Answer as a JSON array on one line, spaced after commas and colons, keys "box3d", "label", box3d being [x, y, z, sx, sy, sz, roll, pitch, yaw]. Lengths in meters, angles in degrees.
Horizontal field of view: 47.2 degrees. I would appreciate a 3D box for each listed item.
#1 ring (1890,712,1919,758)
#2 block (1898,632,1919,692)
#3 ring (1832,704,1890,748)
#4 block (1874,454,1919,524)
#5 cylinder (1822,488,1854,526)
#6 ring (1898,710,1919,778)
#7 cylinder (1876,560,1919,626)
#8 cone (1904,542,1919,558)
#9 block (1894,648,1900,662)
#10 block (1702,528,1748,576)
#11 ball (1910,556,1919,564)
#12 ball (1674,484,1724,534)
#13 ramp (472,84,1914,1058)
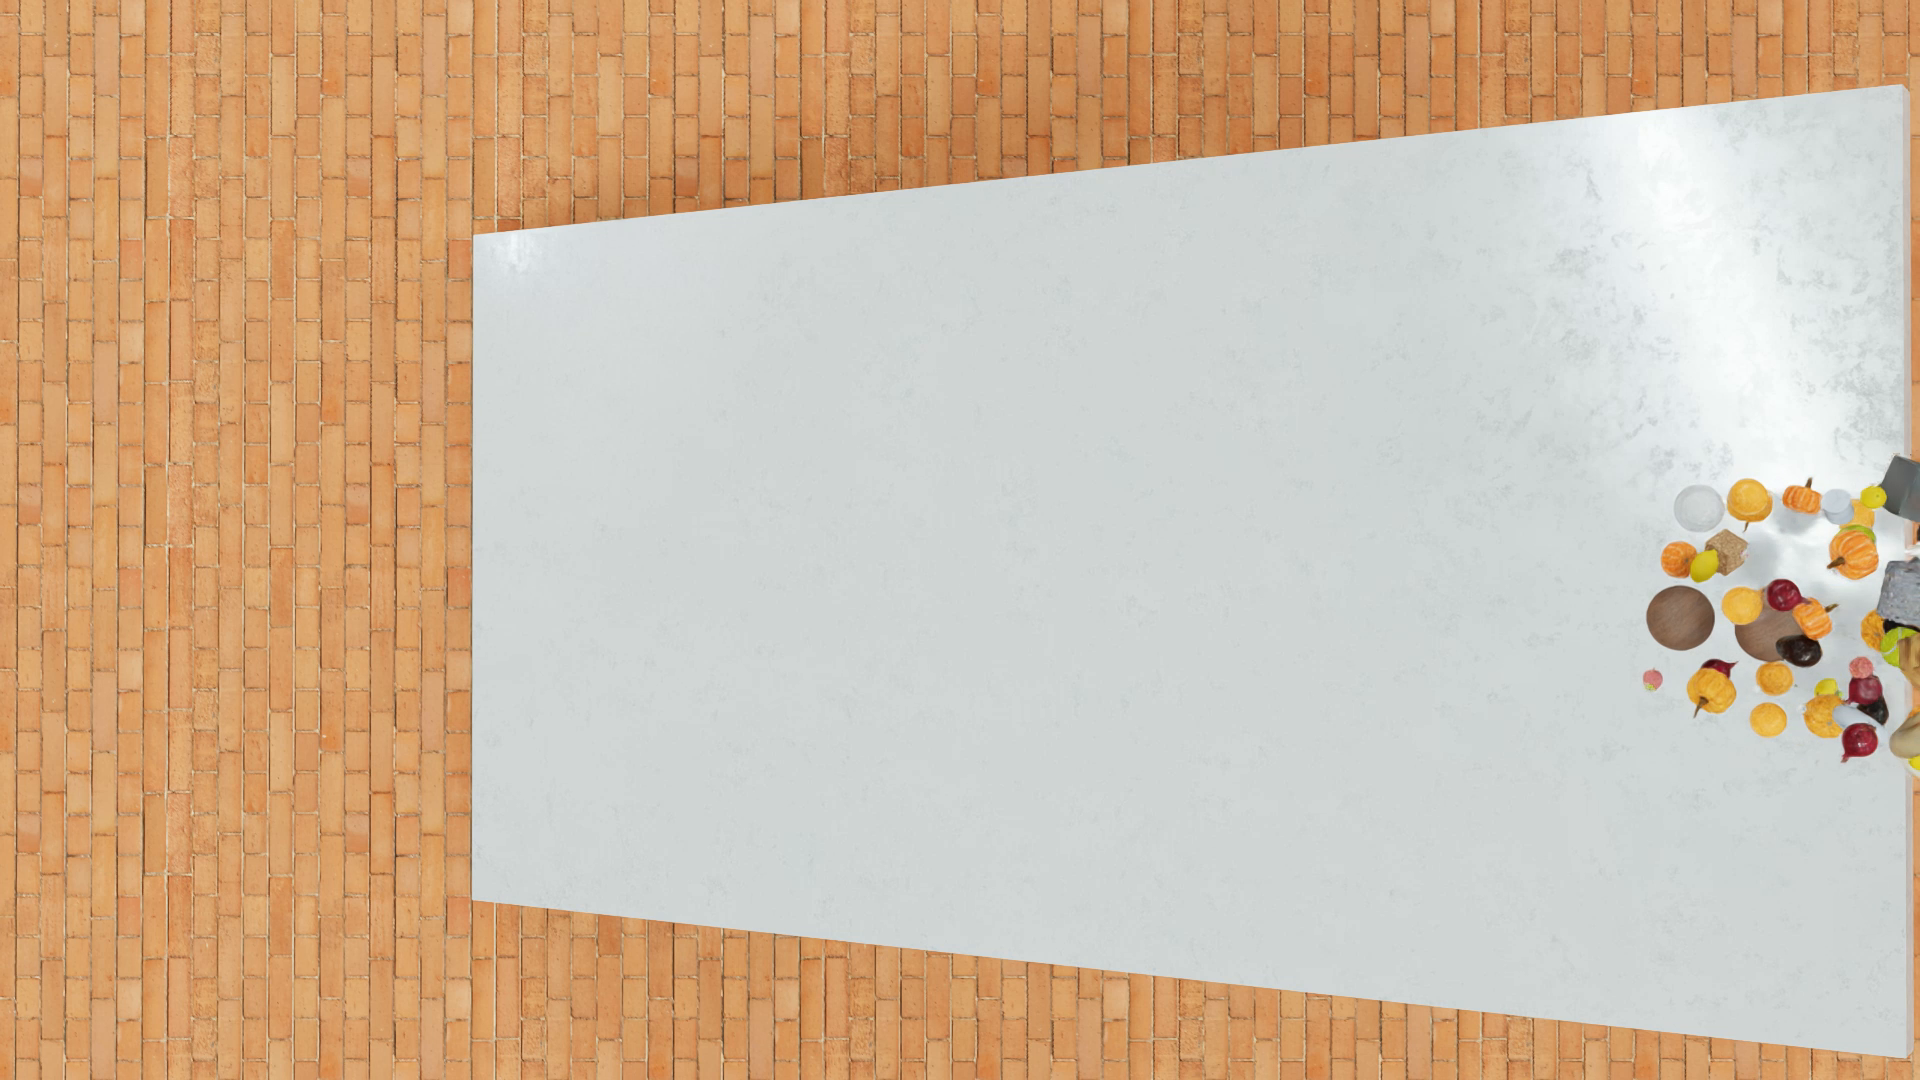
[{"box3d": [1.513, 0.295, 3.442, 0.126, 0.126, 0.042, -39, 82, 0], "label": "ring"}, {"box3d": [1.475, 0.183, 3.348, 0.062, 0.062, 0.062, 39, 133, -26], "label": "block"}, {"box3d": [1.718, 0.355, 4.194, 0.114, 0.114, 0.038, 35, 91, 0], "label": "ring"}, {"box3d": [1.639, -0.081, 3.759, 0.089, 0.089, 0.089, 17, 104, -9], "label": "block"}, {"box3d": [1.622, -0.061, 4.062, 0.050, 0.050, 0.050, -16, 54, 24], "label": "cylinder"}, {"box3d": [1.762, 0.371, 4.006, 0.043, 0.128, 0.128, 6, 89, -25], "label": "ring"}, {"box3d": [1.458, 0.082, 3.377, 0.081, 0.081, 0.081, 7, 104, 0], "label": "cylinder"}, {"box3d": [1.723, 0.017, 3.899, 0.096, 0.096, 0.096, -7, 89, 13], "label": "cone"}, {"box3d": [1.870, 0.235, 4.257, 0.080, 0.080, 0.080, -32, 62, 15], "label": "block"}, {"box3d": [1.571, 0.025, 4.515, 0.059, 0.059, 0.059, -30, 47, -22], "label": "block"}, {"box3d": [1.824, 0.053, 4.157, 0.058, 0.058, 0.058, 0, 89, 0], "label": "ball"}, {"box3d": [1.432, -0.061, 4.260, 0.095, 0.095, 0.095, 0, 89, 0], "label": "ball"}, {"box3d": [0.263, 0.072, 5.606, 4.000, 0.100, 2.000, 0, 89, 32], "label": "ramp"}]
